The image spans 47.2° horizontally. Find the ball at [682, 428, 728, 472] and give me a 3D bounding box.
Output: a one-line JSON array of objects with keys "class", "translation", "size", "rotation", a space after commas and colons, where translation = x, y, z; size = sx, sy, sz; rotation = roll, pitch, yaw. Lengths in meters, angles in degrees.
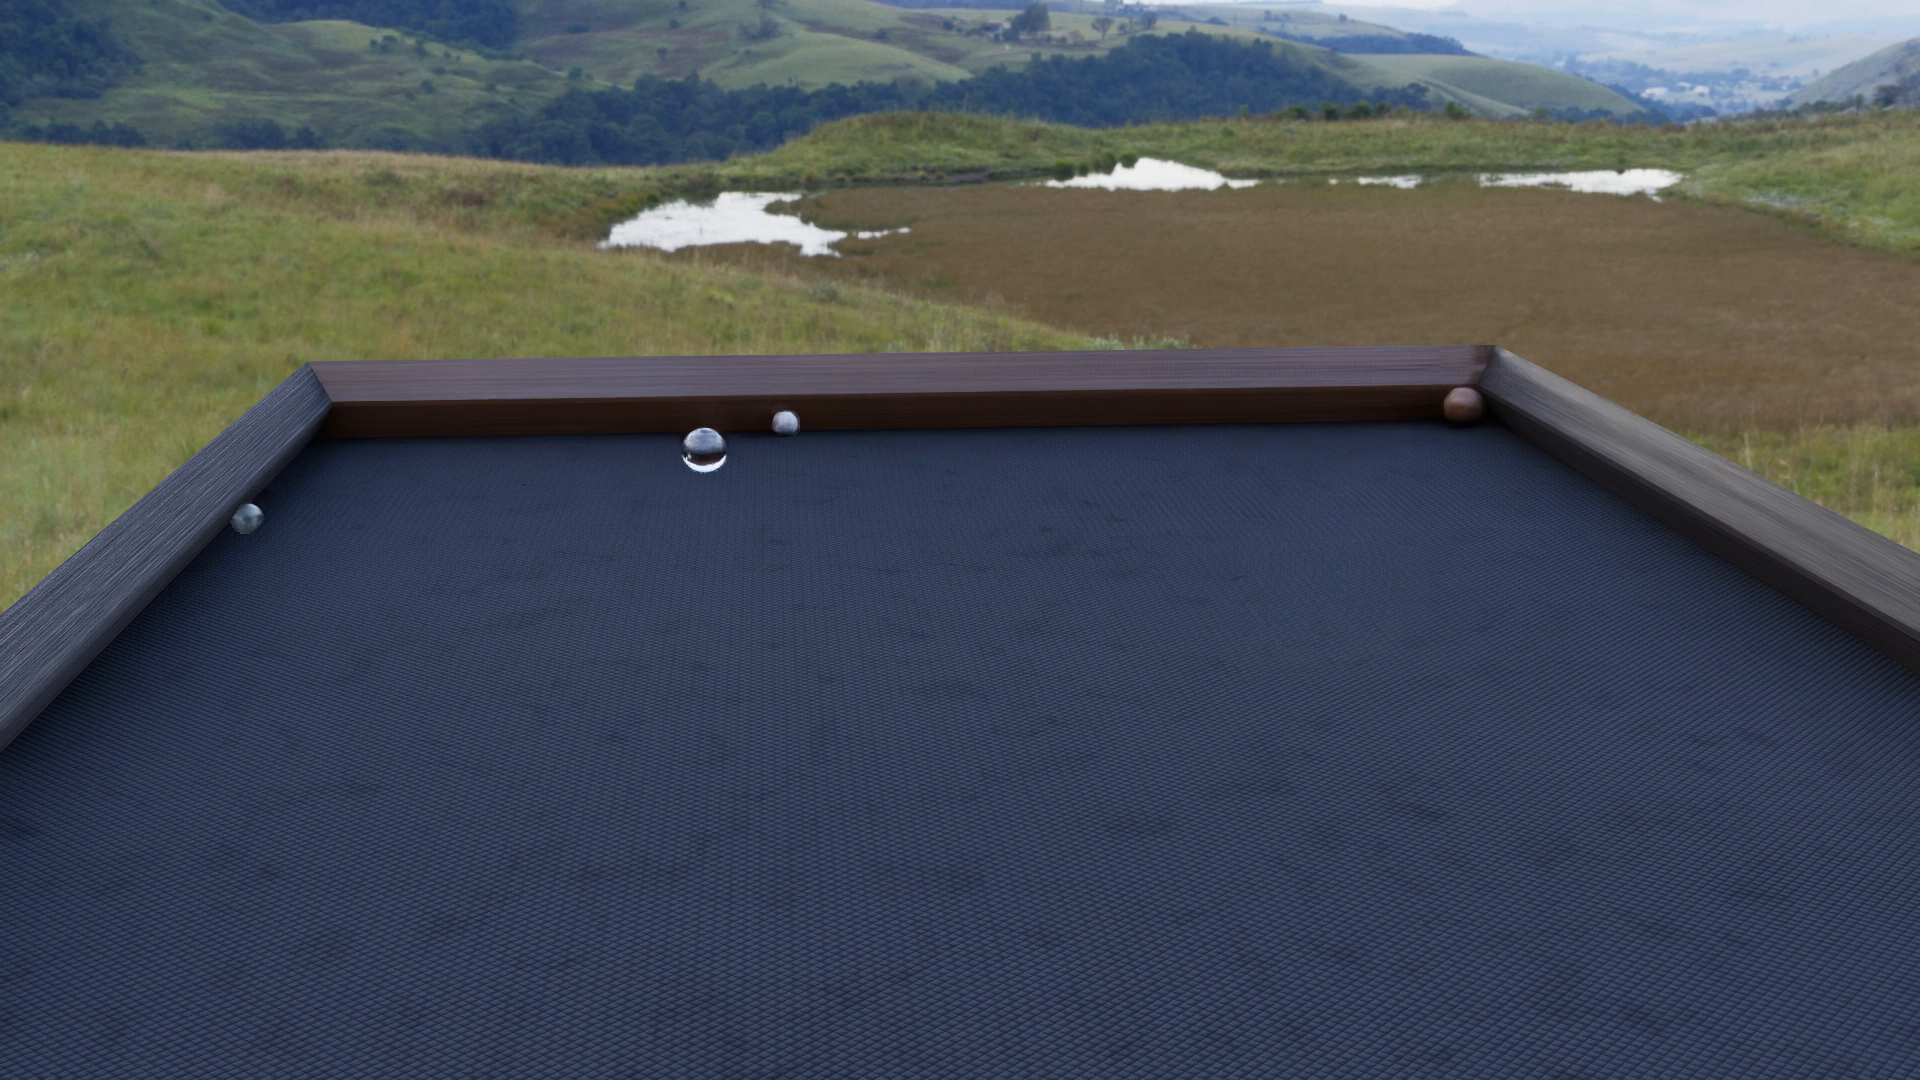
[{"class": "ball", "translation": [-0.397, -0.139, 3.418], "size": [0.070, 0.070, 0.070], "rotation": [0, 14, 0]}]

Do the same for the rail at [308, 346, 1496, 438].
[{"class": "rail", "translation": [-0.074, -0.250, 3.730], "size": [2.026, 0.128, 0.045], "rotation": [-1, 14, -5]}]

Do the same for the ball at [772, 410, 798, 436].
[{"class": "ball", "translation": [-0.294, -0.195, 3.693], "size": [0.044, 0.044, 0.044], "rotation": [0, 14, 0]}]

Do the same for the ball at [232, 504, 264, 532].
[{"class": "ball", "translation": [-0.987, -0.031, 3.048], "size": [0.041, 0.041, 0.041], "rotation": [0, 14, 0]}]

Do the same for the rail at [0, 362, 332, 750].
[{"class": "rail", "translation": [-0.909, 0.204, 1.939], "size": [0.045, 0.128, 3.587], "rotation": [-1, 14, -5]}]

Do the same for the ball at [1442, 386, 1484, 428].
[{"class": "ball", "translation": [0.863, -0.228, 3.771], "size": [0.069, 0.069, 0.069], "rotation": [0, 14, 0]}]

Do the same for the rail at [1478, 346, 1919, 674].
[{"class": "rail", "translation": [1.062, 0.162, 2.103], "size": [0.045, 0.128, 3.587], "rotation": [-1, 14, -5]}]
